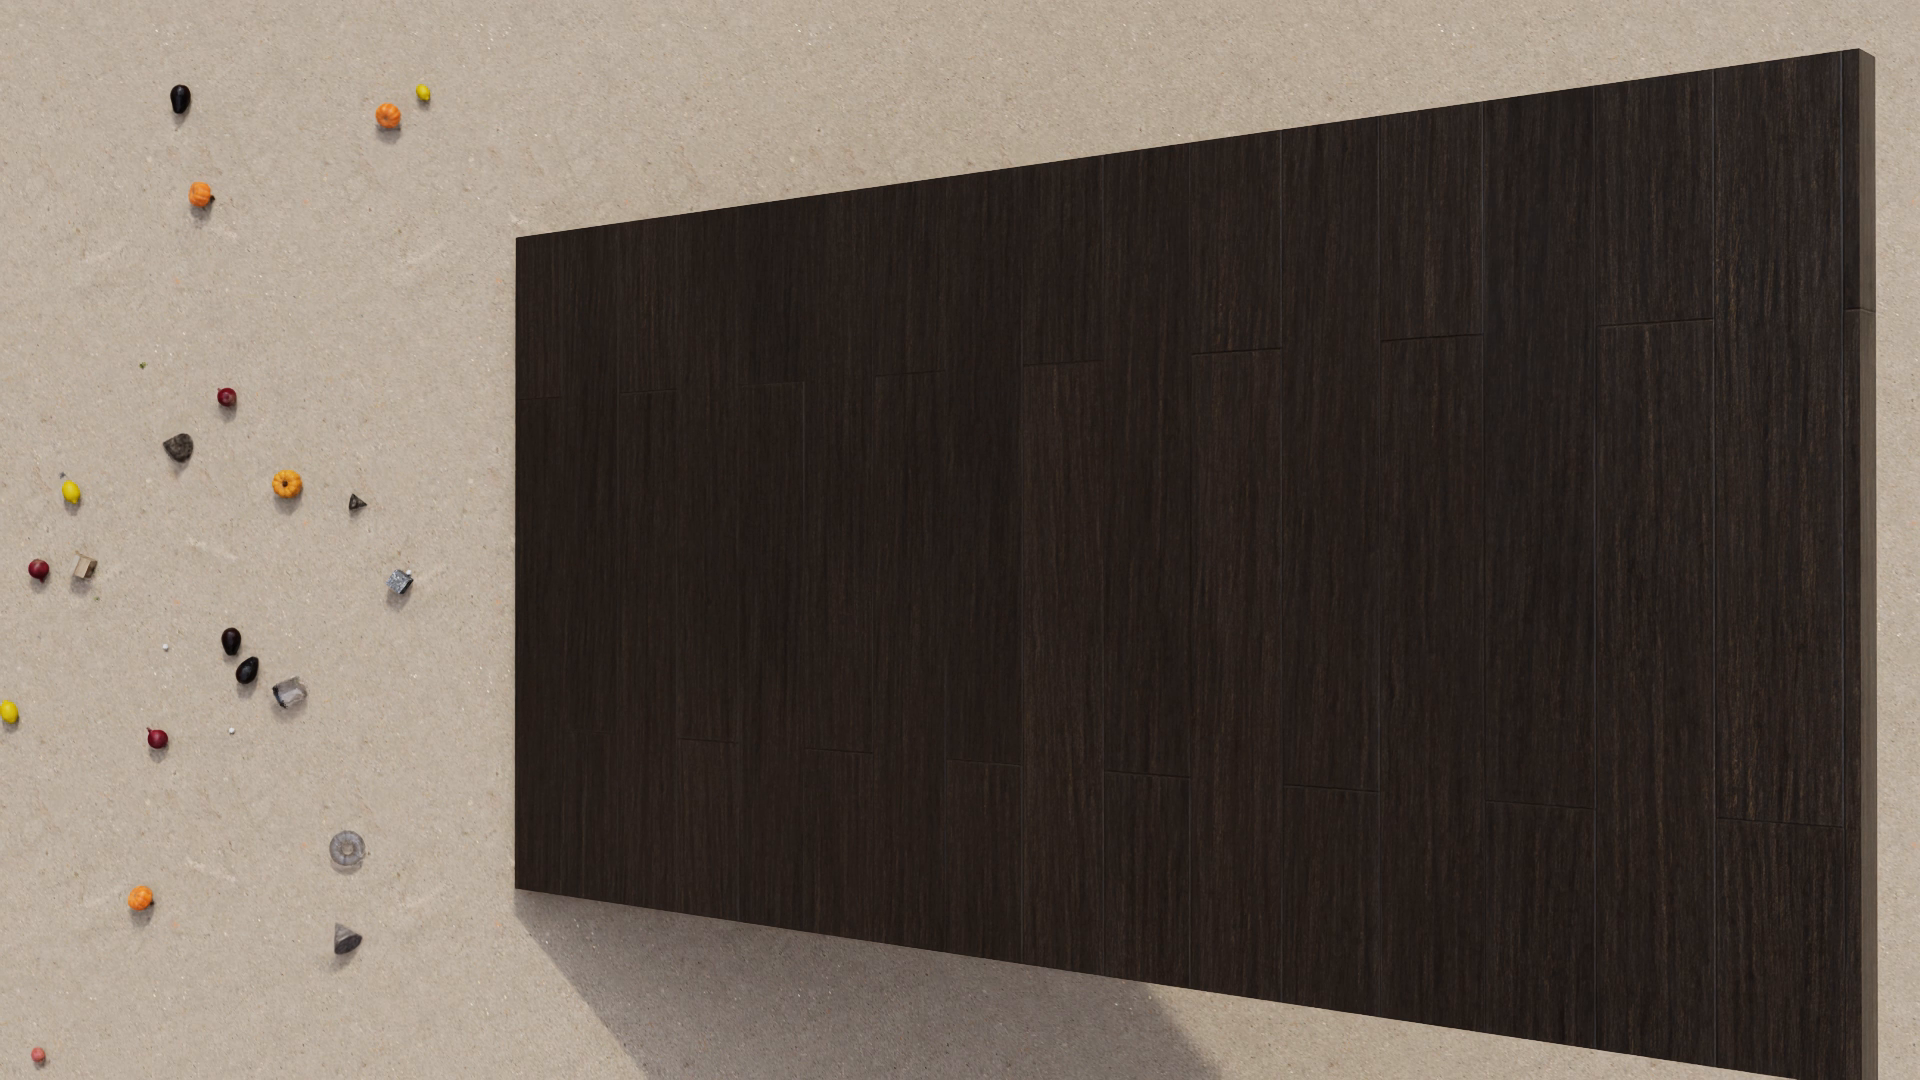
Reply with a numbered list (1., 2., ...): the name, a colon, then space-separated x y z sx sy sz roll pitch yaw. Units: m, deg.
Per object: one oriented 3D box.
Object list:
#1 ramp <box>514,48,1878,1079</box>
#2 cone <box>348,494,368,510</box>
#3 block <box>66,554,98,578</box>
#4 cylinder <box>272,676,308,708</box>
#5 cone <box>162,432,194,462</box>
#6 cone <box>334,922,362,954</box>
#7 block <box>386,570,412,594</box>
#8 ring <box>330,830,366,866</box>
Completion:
1. ramp: 0.213 0.062 5.529 4.000 0.100 2.000 0 90 39
2. cone: -1.863 -0.114 6.823 0.053 0.053 0.053 12 90 -26
3. block: -2.717 0.080 6.805 0.057 0.057 0.057 23 90 0
4. cylinder: -2.070 0.468 6.793 0.076 0.076 0.076 -25 90 0
5. cone: -2.443 -0.295 6.816 0.090 0.090 0.090 12 90 27
6. cone: -1.914 1.217 6.806 0.092 0.092 0.092 -39 63 0
7. block: -1.735 0.129 6.806 0.054 0.054 0.054 36 90 0
8. ring: -1.898 0.955 6.810 0.111 0.037 0.111 0 88 0
